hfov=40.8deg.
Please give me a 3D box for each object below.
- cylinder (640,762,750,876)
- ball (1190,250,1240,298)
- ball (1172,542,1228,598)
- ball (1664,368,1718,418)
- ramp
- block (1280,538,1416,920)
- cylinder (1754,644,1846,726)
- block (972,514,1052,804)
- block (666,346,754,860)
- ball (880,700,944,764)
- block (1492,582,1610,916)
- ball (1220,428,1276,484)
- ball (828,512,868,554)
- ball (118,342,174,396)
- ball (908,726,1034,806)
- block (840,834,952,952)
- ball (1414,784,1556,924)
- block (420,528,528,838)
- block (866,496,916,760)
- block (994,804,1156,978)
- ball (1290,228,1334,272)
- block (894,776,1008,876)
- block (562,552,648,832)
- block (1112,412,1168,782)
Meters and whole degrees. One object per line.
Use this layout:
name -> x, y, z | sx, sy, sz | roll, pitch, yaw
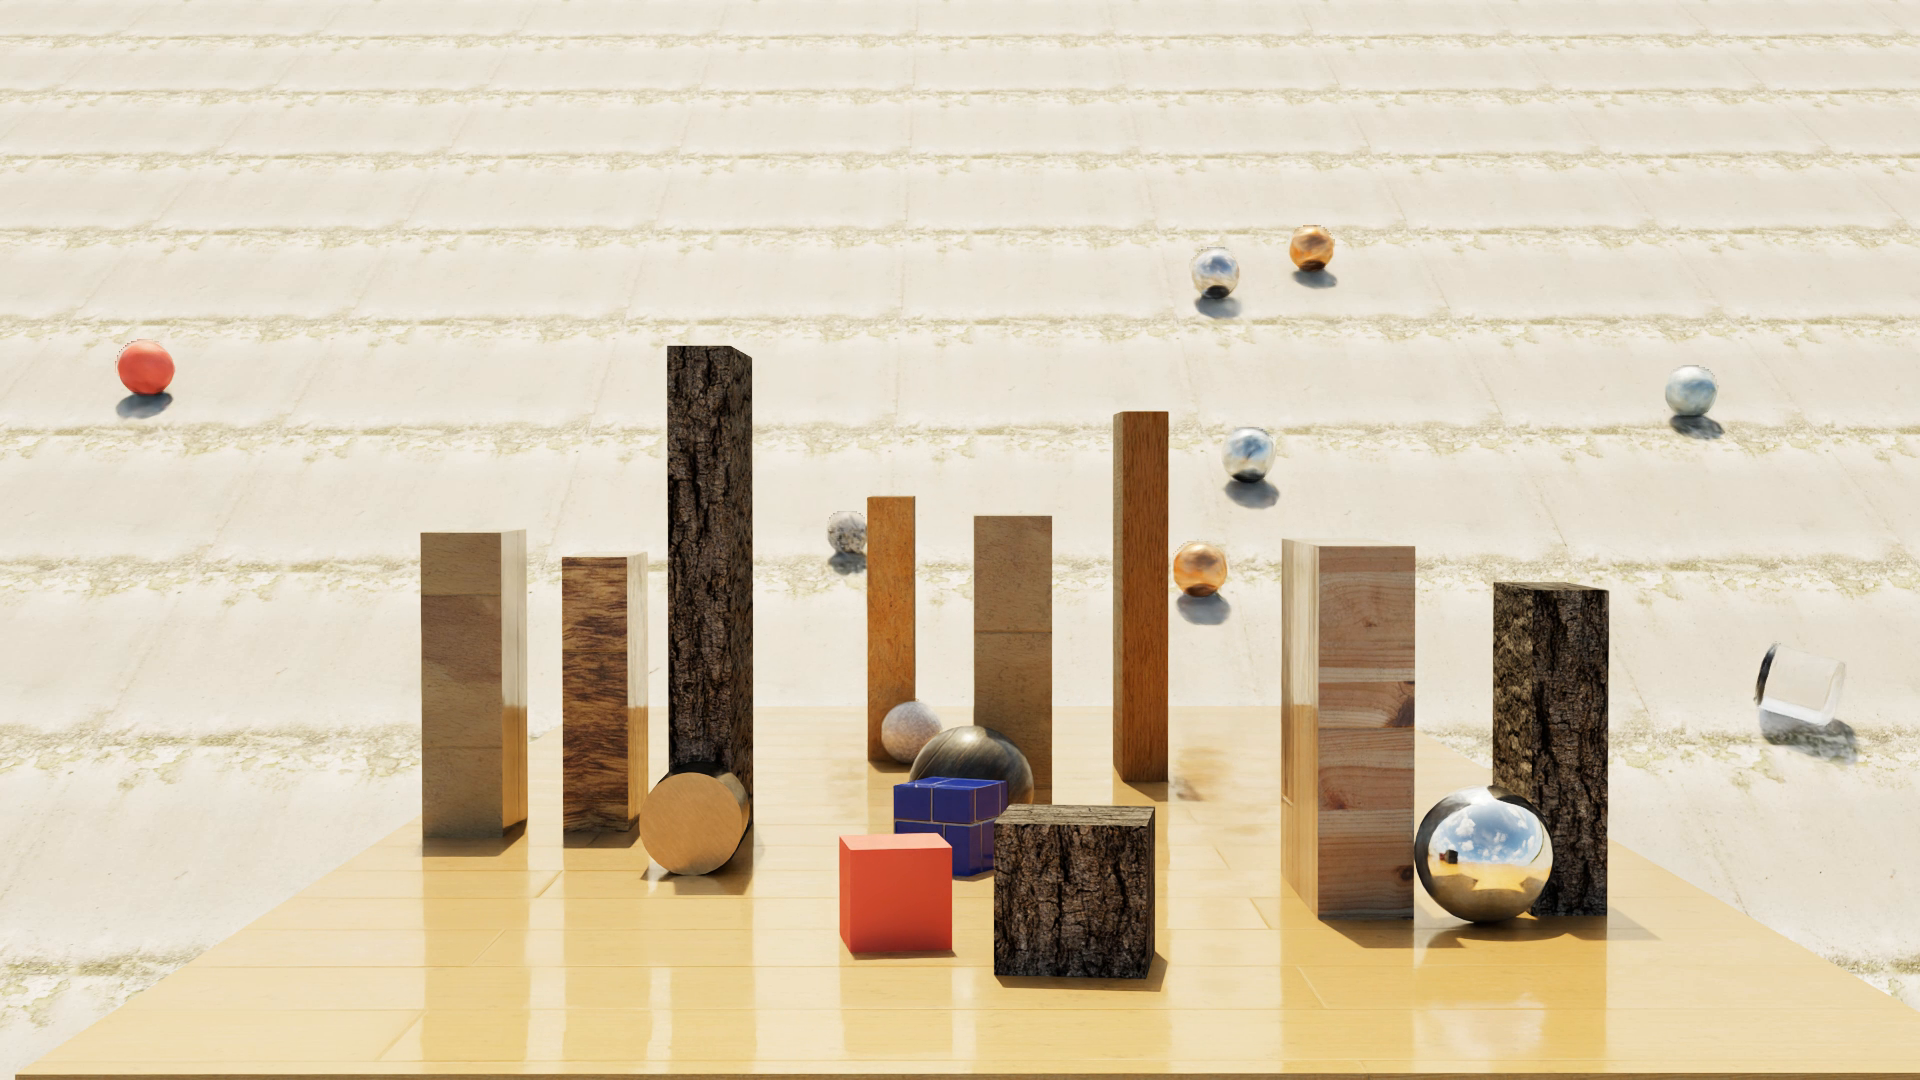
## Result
cylinder -> -0.400, 0.418, 3.894 | 0.153, 0.153, 0.153 | 0, 2, -1
ball -> 0.941, -0.978, 9.490 | 0.182, 0.182, 0.182 | 0, 26, 0
ball -> 0.679, 0.084, 7.300 | 0.156, 0.156, 0.156 | 0, 26, 0
ball -> 2.403, -0.485, 8.478 | 0.165, 0.165, 0.165 | 0, 26, 0
ramp -> 0.058, 0.527, 4.564 | 2.000, 0.100, 4.000 | 0, 2, 0
block -> 0.541, 0.252, 3.631 | 0.129, 0.498, 0.393 | 0, 2, 0
cylinder -> 2.172, 0.374, 6.669 | 0.176, 0.176, 0.176 | 16, 30, 30
block -> 0.085, 0.221, 4.274 | 0.126, 0.527, 0.243 | 0, 2, 0
block -> -0.401, 0.091, 4.179 | 0.097, 0.791, 0.434 | 0, 2, 0
ball -> -0.098, 0.393, 5.272 | 0.129, 0.129, 0.129 | 0, 26, 0
block -> 0.819, 0.283, 3.590 | 0.103, 0.438, 0.254 | 0, 2, 0
ball -> 0.895, -0.262, 8.007 | 0.170, 0.170, 0.170 | 0, 26, 0
ball -> -0.328, -0.019, 7.555 | 0.123, 0.123, 0.123 | 0, 26, 0
ball -> -2.728, -0.574, 8.647 | 0.181, 0.181, 0.181 | 0, 26, 0
ball -> 0.018, 0.391, 4.058 | 0.199, 0.199, 0.199 | 0, 26, 0
block -> -0.083, 0.447, 3.280 | 0.128, 0.128, 0.128 | 0, 2, -9
ball -> 0.694, 0.415, 3.413 | 0.183, 0.183, 0.183 | 0, 26, 0
block -> -0.813, 0.234, 4.331 | 0.132, 0.499, 0.247 | 0, 2, 0
block -> -0.145, 0.179, 5.526 | 0.094, 0.544, 0.391 | 0, 2, 0
block -> 0.142, 0.424, 3.138 | 0.181, 0.181, 0.181 | 0, 2, 8
ball -> 1.331, -1.099, 9.757 | 0.169, 0.169, 0.169 | 0, 26, 0
block -> -0.014, 0.431, 3.892 | 0.128, 0.128, 0.128 | 1, 2, 27
block -> -0.606, 0.252, 4.419 | 0.109, 0.457, 0.284 | 0, 2, 0
block -> 0.357, 0.105, 5.111 | 0.088, 0.713, 0.310 | 0, 2, 0
